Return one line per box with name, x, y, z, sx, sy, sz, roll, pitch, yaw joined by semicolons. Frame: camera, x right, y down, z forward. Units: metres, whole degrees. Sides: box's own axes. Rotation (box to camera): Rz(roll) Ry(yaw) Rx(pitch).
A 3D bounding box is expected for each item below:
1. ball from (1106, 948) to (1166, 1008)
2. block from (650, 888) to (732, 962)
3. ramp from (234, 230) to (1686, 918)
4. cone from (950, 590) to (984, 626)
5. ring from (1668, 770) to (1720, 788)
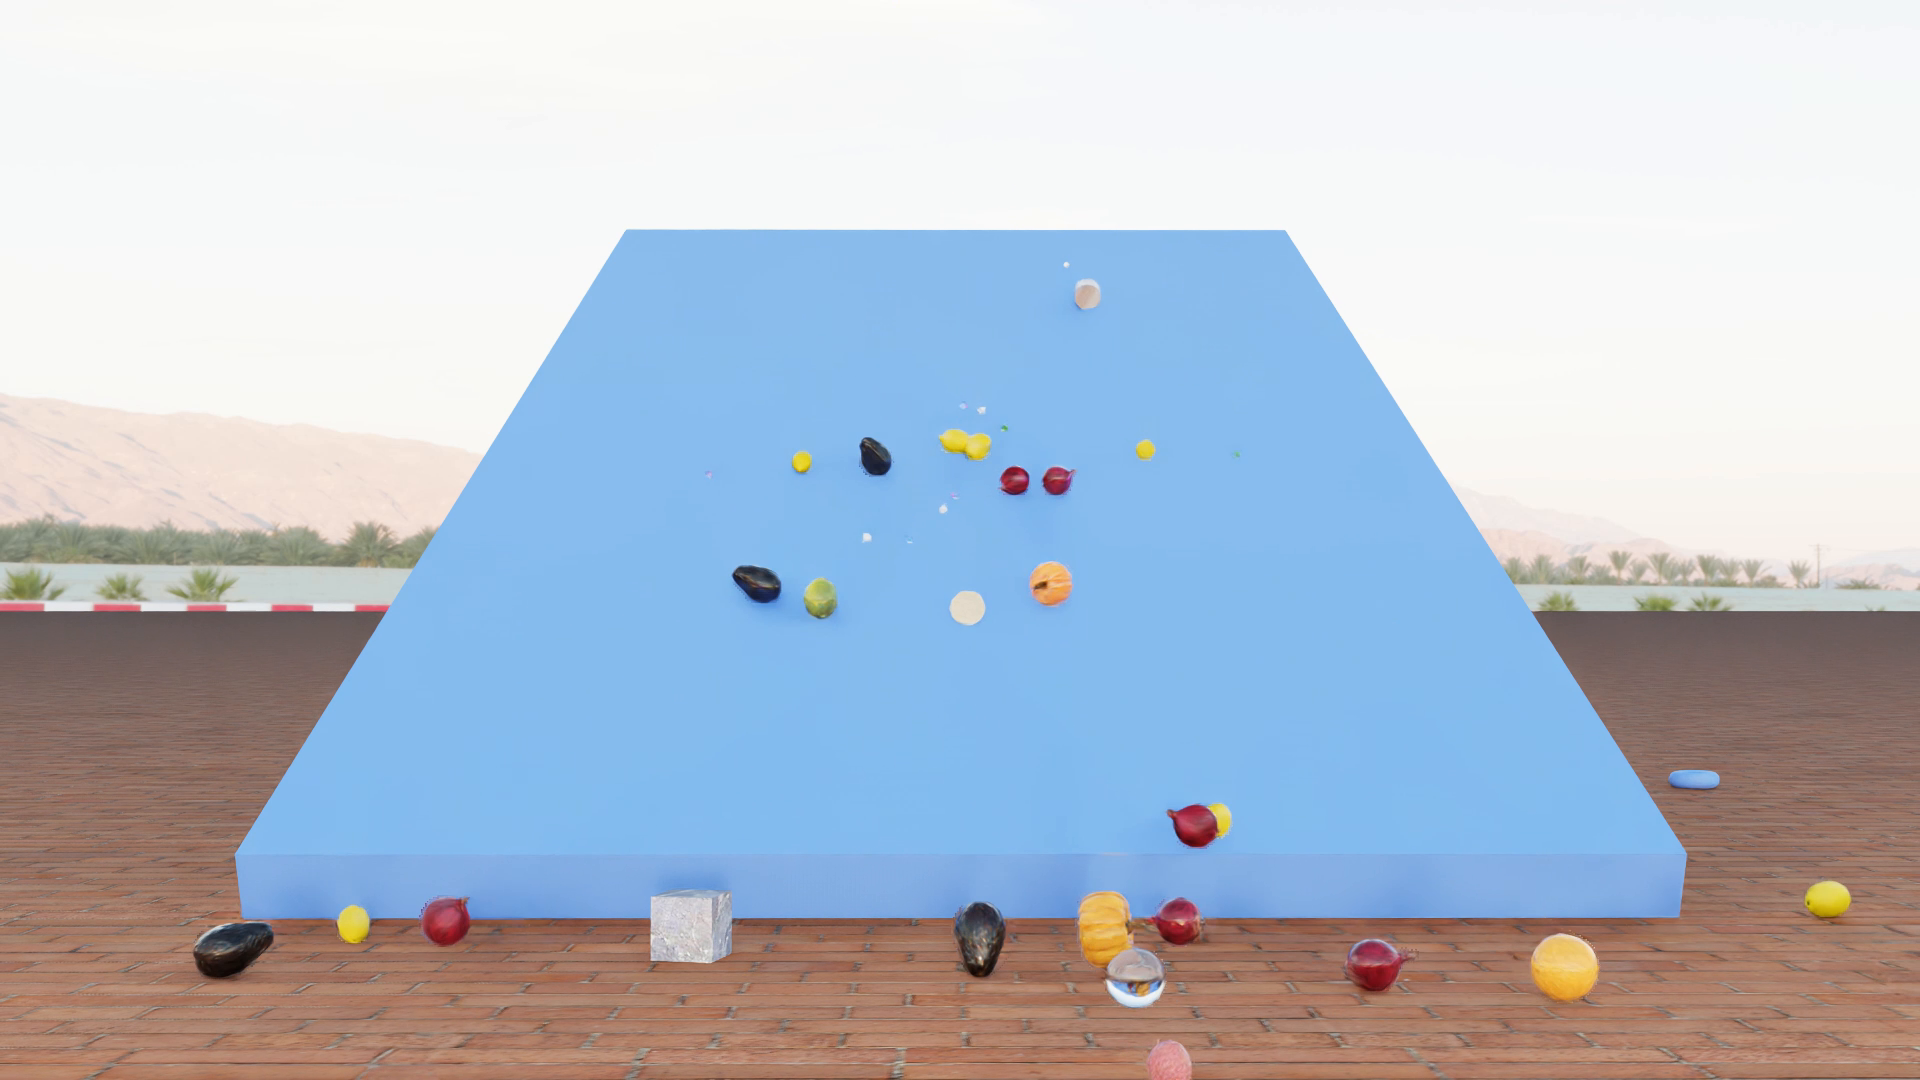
ball;0.190;0.474;2.454;0.065;0.065;0.065;0;-2;0
block;-0.332;0.478;2.811;0.078;0.078;0.078;0;-2;12
ramp;-0.005;-0.208;5.019;2.000;0.100;4.000;0;20;0
cone;0.014;0.121;3.937;0.060;0.060;0.060;0;-7;1
ring;1.752;0.572;5.412;0.116;0.039;0.116;-1;-1;0
